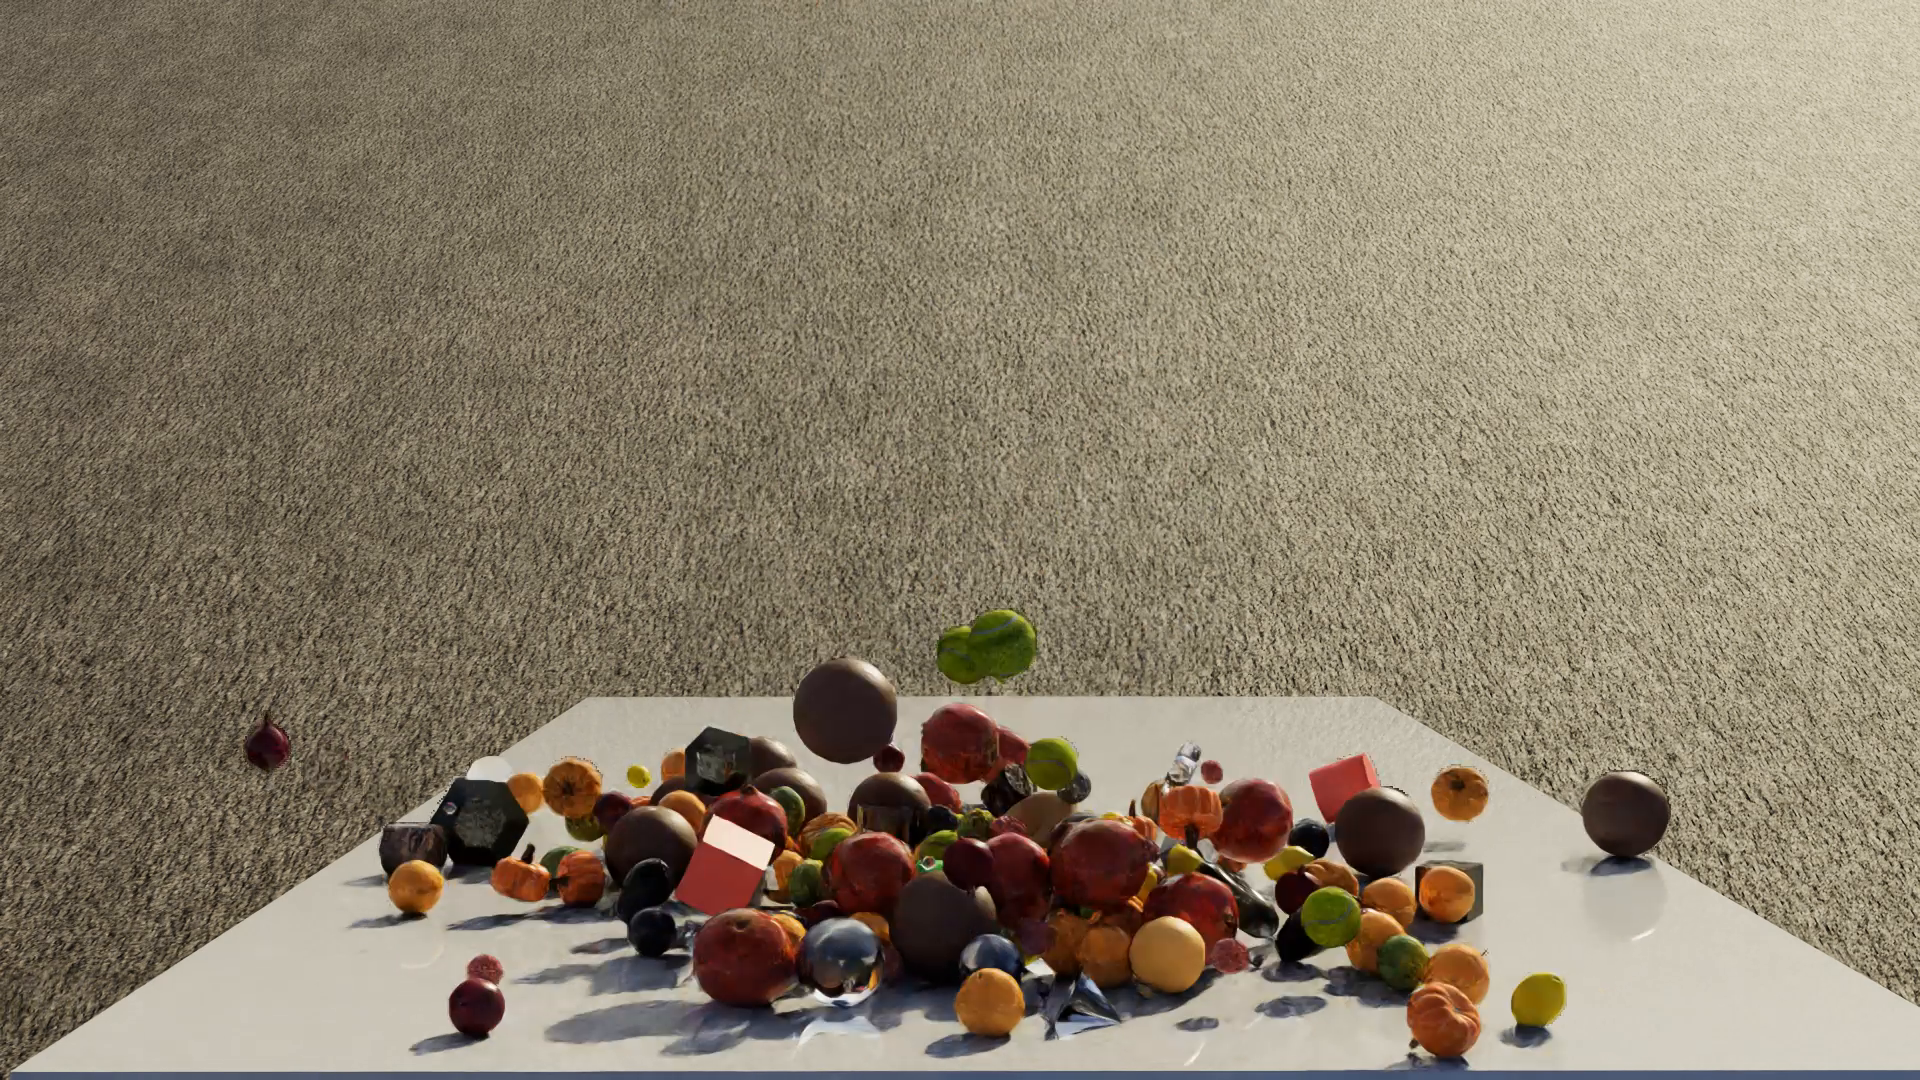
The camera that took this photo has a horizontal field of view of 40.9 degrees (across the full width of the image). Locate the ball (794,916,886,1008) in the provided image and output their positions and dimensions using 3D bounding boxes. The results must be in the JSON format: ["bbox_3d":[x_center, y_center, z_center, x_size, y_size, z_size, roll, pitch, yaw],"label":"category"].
[{"bbox_3d":[-0.132,0.465,2.837,0.100,0.100,0.100,0,25,0],"label":"ball"}]

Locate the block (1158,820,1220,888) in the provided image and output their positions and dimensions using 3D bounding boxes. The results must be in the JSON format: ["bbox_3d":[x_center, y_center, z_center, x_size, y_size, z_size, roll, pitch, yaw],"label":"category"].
[{"bbox_3d":[0.324,0.444,3.638,0.058,0.058,0.058,-27,11,23],"label":"block"}]

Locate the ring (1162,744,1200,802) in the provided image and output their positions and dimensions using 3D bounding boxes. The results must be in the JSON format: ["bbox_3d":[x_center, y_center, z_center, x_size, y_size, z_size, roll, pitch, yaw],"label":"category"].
[{"bbox_3d":[0.341,0.357,3.962,0.032,0.097,0.097,25,31,12],"label":"ring"}]

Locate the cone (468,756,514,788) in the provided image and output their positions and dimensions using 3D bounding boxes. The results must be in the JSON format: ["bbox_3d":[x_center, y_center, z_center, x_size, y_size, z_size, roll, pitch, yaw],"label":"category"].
[{"bbox_3d":[-0.828,0.432,4.531,0.081,0.081,0.081,-3,14,-6],"label":"cone"}]

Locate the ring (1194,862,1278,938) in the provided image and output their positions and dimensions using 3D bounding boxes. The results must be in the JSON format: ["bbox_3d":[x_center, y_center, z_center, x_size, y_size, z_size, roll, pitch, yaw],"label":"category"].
[{"bbox_3d":[0.337,0.441,3.153,0.123,0.041,0.123,38,4,-3],"label":"ring"}]

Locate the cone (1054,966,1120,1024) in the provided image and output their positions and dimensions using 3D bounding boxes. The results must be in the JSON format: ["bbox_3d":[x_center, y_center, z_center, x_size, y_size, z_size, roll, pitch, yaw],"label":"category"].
[{"bbox_3d":[0.147,0.504,2.769,0.067,0.067,0.067,33,23,-11],"label":"cone"}]

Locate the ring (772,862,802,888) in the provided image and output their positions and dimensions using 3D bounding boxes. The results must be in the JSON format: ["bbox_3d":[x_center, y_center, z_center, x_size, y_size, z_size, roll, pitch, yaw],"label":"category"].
[{"bbox_3d":[-0.268,0.475,3.644,0.087,0.029,0.087,-6,-1,0],"label":"ring"}]

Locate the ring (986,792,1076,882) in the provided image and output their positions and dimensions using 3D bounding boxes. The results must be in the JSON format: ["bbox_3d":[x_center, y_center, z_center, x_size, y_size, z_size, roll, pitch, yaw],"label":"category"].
[{"bbox_3d":[0.101,0.415,3.611,0.149,0.050,0.149,-31,26,17],"label":"ring"}]

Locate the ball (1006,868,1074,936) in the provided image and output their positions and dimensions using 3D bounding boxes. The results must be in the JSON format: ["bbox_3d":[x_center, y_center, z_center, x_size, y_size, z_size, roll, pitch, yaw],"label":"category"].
[{"bbox_3d":[0.100,0.449,3.202,0.084,0.084,0.084,0,25,0],"label":"ball"}]

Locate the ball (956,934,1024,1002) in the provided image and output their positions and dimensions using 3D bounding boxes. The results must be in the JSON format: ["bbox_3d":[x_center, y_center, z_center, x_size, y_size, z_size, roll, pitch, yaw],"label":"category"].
[{"bbox_3d":[0.034,0.478,2.883,0.075,0.075,0.075,0,25,0],"label":"ball"}]

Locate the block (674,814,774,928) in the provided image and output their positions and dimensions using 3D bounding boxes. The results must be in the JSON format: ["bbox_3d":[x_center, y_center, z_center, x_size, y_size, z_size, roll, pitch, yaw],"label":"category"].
[{"bbox_3d":[-0.288,0.404,3.152,0.085,0.085,0.085,26,16,-3],"label":"block"}]

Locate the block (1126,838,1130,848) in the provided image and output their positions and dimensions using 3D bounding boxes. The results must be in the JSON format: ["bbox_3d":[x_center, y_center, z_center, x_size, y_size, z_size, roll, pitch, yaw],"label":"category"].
[{"bbox_3d":[0.194,0.457,3.604,0.071,0.071,0.071,1,2,17],"label":"block"}]

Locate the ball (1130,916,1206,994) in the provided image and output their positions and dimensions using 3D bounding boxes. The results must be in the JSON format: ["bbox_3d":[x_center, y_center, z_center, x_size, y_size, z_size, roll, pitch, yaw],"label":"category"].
[{"bbox_3d":[0.236,0.471,2.921,0.087,0.087,0.087,0,25,0],"label":"ball"}]

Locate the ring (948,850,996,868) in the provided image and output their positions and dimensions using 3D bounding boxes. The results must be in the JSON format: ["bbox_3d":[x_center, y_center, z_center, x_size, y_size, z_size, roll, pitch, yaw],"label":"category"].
[{"bbox_3d":[0.012,0.457,3.475,0.080,0.080,0.027,-3,-13,-7],"label":"ring"}]

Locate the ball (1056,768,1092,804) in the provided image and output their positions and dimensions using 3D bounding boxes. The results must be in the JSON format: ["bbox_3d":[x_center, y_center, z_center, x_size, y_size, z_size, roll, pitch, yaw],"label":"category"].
[{"bbox_3d":[0.158,0.342,3.587,0.050,0.050,0.050,0,25,0],"label":"ball"}]

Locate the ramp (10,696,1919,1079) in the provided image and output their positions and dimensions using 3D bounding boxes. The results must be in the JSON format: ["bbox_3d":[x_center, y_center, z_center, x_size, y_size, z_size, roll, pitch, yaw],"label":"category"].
[{"bbox_3d":[0.057,0.512,4.554,2.000,0.100,4.000,0,2,0],"label":"ramp"}]

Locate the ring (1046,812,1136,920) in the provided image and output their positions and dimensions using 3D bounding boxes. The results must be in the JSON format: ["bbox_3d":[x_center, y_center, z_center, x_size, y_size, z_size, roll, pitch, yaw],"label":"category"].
[{"bbox_3d":[0.172,0.430,3.390,0.049,0.148,0.148,-12,27,-39],"label":"ring"}]

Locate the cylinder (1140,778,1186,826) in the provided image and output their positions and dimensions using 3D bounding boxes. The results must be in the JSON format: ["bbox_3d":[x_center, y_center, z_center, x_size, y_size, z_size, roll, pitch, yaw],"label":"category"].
[{"bbox_3d":[0.338,0.436,4.283,0.070,0.070,0.070,4,2,8],"label":"cylinder"}]

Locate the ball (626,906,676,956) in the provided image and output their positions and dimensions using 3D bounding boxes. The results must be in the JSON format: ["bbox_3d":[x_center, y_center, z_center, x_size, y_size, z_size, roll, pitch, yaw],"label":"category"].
[{"bbox_3d":[-0.376,0.477,3.142,0.060,0.060,0.060,0,25,0],"label":"ball"}]

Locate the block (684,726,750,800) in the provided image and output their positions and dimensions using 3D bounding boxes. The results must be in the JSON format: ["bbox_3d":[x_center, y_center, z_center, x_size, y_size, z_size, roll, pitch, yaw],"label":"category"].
[{"bbox_3d":[-0.312,0.286,3.312,0.060,0.060,0.060,14,31,21],"label":"block"}]

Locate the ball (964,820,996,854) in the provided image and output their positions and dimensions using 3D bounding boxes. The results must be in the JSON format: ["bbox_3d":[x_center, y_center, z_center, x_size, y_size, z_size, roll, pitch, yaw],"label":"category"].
[{"bbox_3d":[0.041,0.451,3.837,0.068,0.068,0.068,0,25,0],"label":"ball"}]

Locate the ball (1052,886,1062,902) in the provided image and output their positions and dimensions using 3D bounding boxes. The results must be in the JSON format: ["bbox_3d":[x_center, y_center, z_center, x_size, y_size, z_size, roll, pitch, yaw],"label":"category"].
[{"bbox_3d":[0.155,0.465,3.497,0.063,0.063,0.063,0,25,0],"label":"ball"}]

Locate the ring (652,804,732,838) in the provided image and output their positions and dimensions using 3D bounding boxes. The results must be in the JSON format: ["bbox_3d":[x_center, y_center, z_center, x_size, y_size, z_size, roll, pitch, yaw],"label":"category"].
[{"bbox_3d":[-0.433,0.454,4.156,0.131,0.044,0.131,-1,3,0],"label":"ring"}]

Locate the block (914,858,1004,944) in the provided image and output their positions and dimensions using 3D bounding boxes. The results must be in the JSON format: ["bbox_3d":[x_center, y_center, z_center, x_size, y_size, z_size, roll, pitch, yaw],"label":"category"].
[{"bbox_3d":[-0.002,0.452,3.227,0.087,0.087,0.087,1,4,-19],"label":"block"}]

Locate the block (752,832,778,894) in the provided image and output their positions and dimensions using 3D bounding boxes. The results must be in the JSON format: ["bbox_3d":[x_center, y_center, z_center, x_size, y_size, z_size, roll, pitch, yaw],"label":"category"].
[{"bbox_3d":[-0.291,0.431,3.375,0.078,0.078,0.078,-16,-9,3],"label":"block"}]

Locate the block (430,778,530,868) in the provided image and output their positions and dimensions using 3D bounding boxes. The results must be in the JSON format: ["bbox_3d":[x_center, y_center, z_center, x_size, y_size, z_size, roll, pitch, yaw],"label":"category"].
[{"bbox_3d":[-0.716,0.422,3.839,0.090,0.090,0.090,1,45,27],"label":"block"}]

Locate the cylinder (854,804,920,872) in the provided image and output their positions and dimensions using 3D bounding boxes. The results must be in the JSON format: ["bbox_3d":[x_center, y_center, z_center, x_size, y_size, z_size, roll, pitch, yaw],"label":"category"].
[{"bbox_3d":[-0.106,0.436,3.775,0.093,0.093,0.093,2,-4,0],"label":"cylinder"}]

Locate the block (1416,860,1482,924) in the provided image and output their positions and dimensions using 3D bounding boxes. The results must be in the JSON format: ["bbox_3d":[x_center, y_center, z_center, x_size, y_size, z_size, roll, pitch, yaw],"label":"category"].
[{"bbox_3d":[0.647,0.464,3.408,0.069,0.069,0.069,1,2,28],"label":"block"}]

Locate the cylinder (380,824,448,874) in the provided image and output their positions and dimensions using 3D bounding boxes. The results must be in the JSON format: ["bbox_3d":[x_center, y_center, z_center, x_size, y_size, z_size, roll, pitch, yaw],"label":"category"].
[{"bbox_3d":[-0.796,0.451,3.756,0.073,0.073,0.073,-1,24,12],"label":"cylinder"}]

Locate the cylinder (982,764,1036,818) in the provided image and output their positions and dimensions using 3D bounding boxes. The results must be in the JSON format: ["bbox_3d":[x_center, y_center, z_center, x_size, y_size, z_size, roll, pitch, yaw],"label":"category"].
[{"bbox_3d":[0.070,0.360,3.696,0.057,0.057,0.057,28,35,-21],"label":"cylinder"}]

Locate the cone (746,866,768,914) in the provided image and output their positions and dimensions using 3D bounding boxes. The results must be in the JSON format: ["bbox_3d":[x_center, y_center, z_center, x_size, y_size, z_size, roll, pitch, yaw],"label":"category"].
[{"bbox_3d":[-0.260,0.436,3.275,0.055,0.055,0.055,21,68,38],"label":"cone"}]
